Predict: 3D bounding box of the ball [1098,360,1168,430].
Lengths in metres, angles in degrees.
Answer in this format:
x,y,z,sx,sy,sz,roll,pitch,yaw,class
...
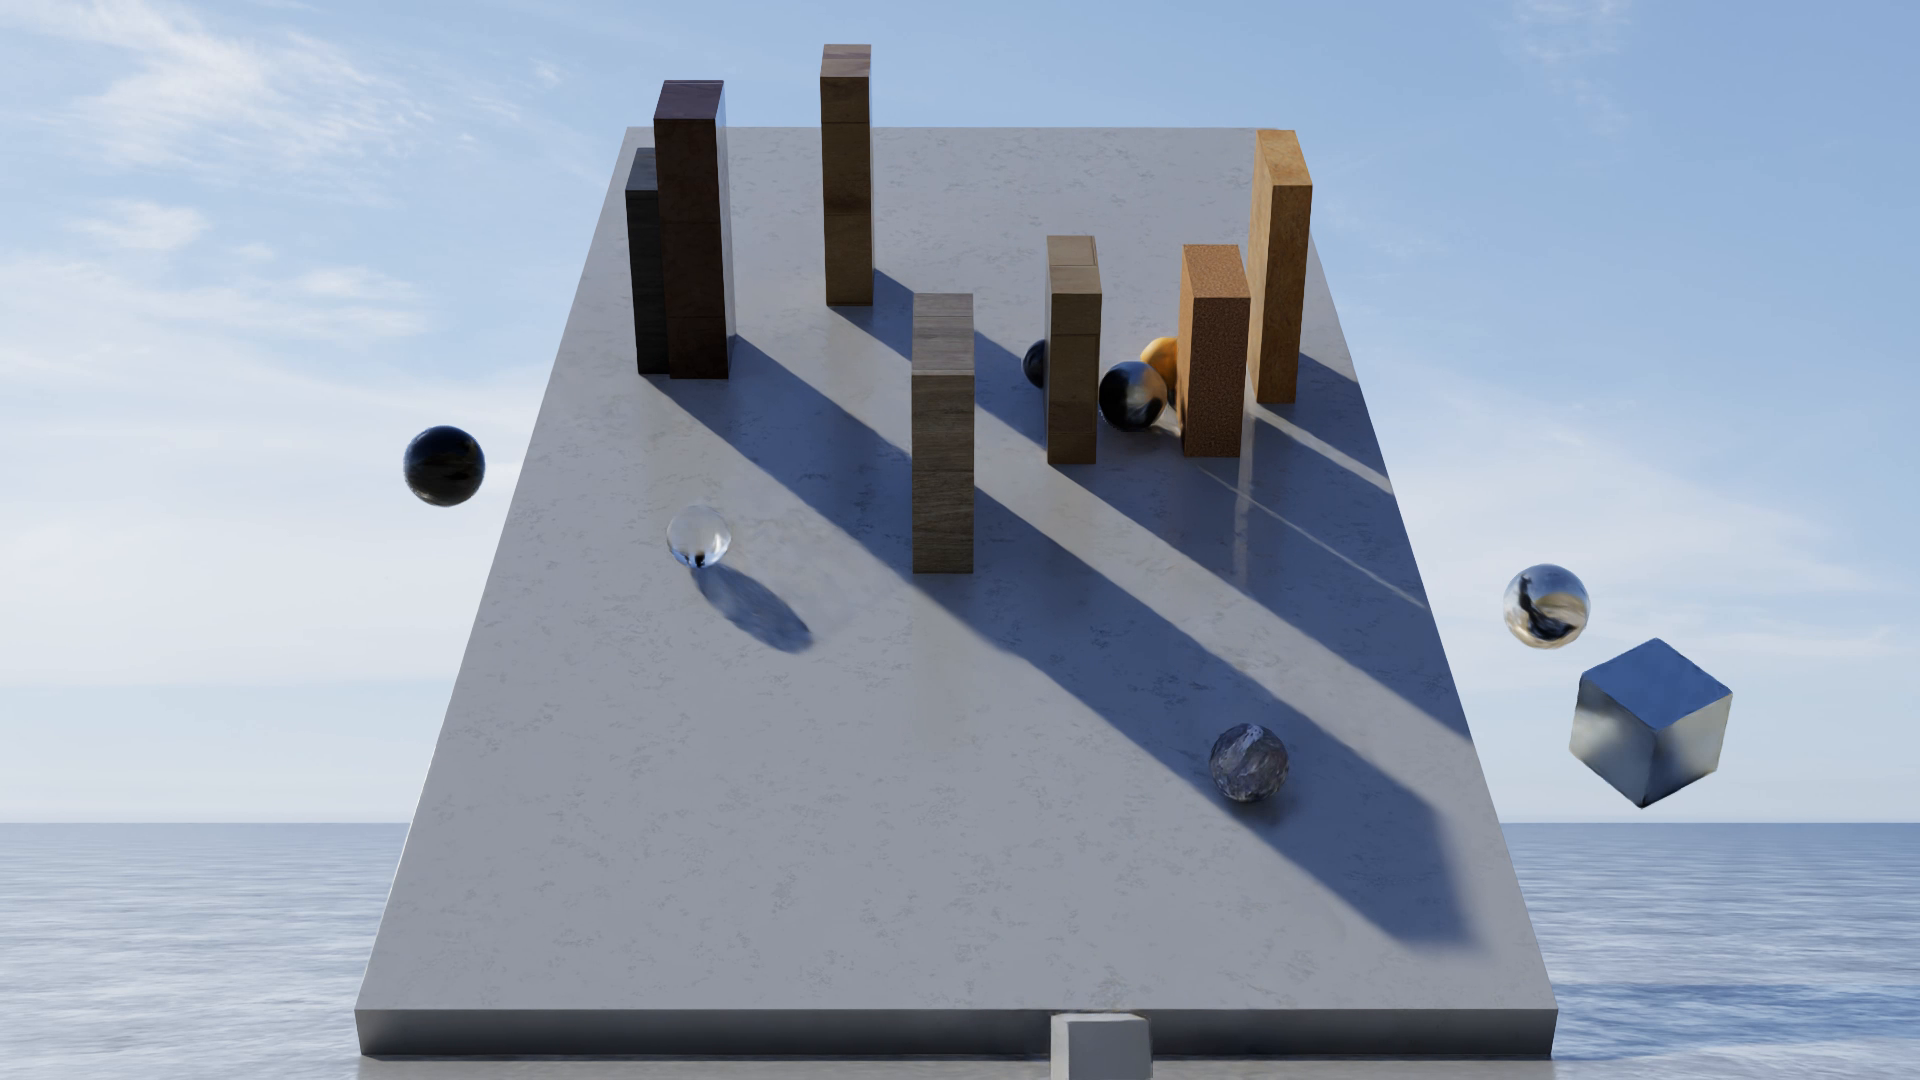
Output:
x,y,z,sx,sy,sz,roll,pitch,yaw,class
0.410,-0.343,5.754,0.164,0.164,0.164,0,-6,0,ball

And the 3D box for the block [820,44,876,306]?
x,y,z,sx,sy,sz,roll,pitch,yaw,class
-0.289,-0.944,6.305,0.122,0.628,0.241,0,31,0,block

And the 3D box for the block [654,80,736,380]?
x,y,z,sx,sy,sz,roll,pitch,yaw,class
-0.644,-0.755,5.936,0.145,0.679,0.258,0,31,0,block

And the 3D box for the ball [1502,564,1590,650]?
x,y,z,sx,sy,sz,roll,pitch,yaw,class
1.371,0.157,5.680,0.202,0.202,0.202,0,-6,0,ball

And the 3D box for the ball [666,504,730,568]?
x,y,z,sx,sy,sz,roll,pitch,yaw,class
-0.562,-0.007,5.212,0.137,0.137,0.137,0,-6,0,ball

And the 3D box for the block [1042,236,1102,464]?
x,y,z,sx,sy,sz,roll,pitch,yaw,class
0.259,-0.445,5.660,0.112,0.434,0.320,0,31,0,block

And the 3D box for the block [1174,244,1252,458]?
x,y,z,sx,sy,sz,roll,pitch,yaw,class
0.588,-0.444,5.686,0.129,0.409,0.293,0,31,0,block

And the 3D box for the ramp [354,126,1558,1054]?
x,y,z,sx,sy,sz,roll,pitch,yaw,class
-0.014,-0.202,5.774,2.000,0.100,4.000,0,31,0,ramp

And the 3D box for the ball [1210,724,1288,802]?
x,y,z,sx,sy,sz,roll,pitch,yaw,class
0.536,0.414,4.503,0.146,0.146,0.146,0,-6,0,ball

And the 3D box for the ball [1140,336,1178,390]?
x,y,z,sx,sy,sz,roll,pitch,yaw,class
0.506,-0.432,5.937,0.131,0.131,0.131,0,-6,0,ball

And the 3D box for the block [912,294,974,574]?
x,y,z,sx,sy,sz,roll,pitch,yaw,class
-0.036,-0.234,5.263,0.130,0.477,0.395,0,31,0,block

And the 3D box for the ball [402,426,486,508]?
x,y,z,sx,sy,sz,roll,pitch,yaw,class
-1.255,-0.179,5.906,0.200,0.200,0.200,0,-6,0,ball

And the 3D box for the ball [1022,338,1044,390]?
x,y,z,sx,sy,sz,roll,pitch,yaw,class
0.218,-0.429,5.931,0.129,0.129,0.129,0,-6,0,ball

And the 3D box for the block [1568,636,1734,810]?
x,y,z,sx,sy,sz,roll,pitch,yaw,class
1.315,0.347,4.630,0.197,0.197,0.197,-22,41,-24,block

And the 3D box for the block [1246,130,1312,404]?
x,y,z,sx,sy,sz,roll,pitch,yaw,class
0.767,-0.665,5.903,0.093,0.568,0.349,0,31,0,block

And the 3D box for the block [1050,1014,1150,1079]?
x,y,z,sx,sy,sz,roll,pitch,yaw,class
0.197,0.731,3.417,0.116,0.116,0.116,1,-7,-9,block

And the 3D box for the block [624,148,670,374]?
x,y,z,sx,sy,sz,roll,pitch,yaw,class
-0.739,-0.691,6.014,0.118,0.489,0.272,0,31,0,block
